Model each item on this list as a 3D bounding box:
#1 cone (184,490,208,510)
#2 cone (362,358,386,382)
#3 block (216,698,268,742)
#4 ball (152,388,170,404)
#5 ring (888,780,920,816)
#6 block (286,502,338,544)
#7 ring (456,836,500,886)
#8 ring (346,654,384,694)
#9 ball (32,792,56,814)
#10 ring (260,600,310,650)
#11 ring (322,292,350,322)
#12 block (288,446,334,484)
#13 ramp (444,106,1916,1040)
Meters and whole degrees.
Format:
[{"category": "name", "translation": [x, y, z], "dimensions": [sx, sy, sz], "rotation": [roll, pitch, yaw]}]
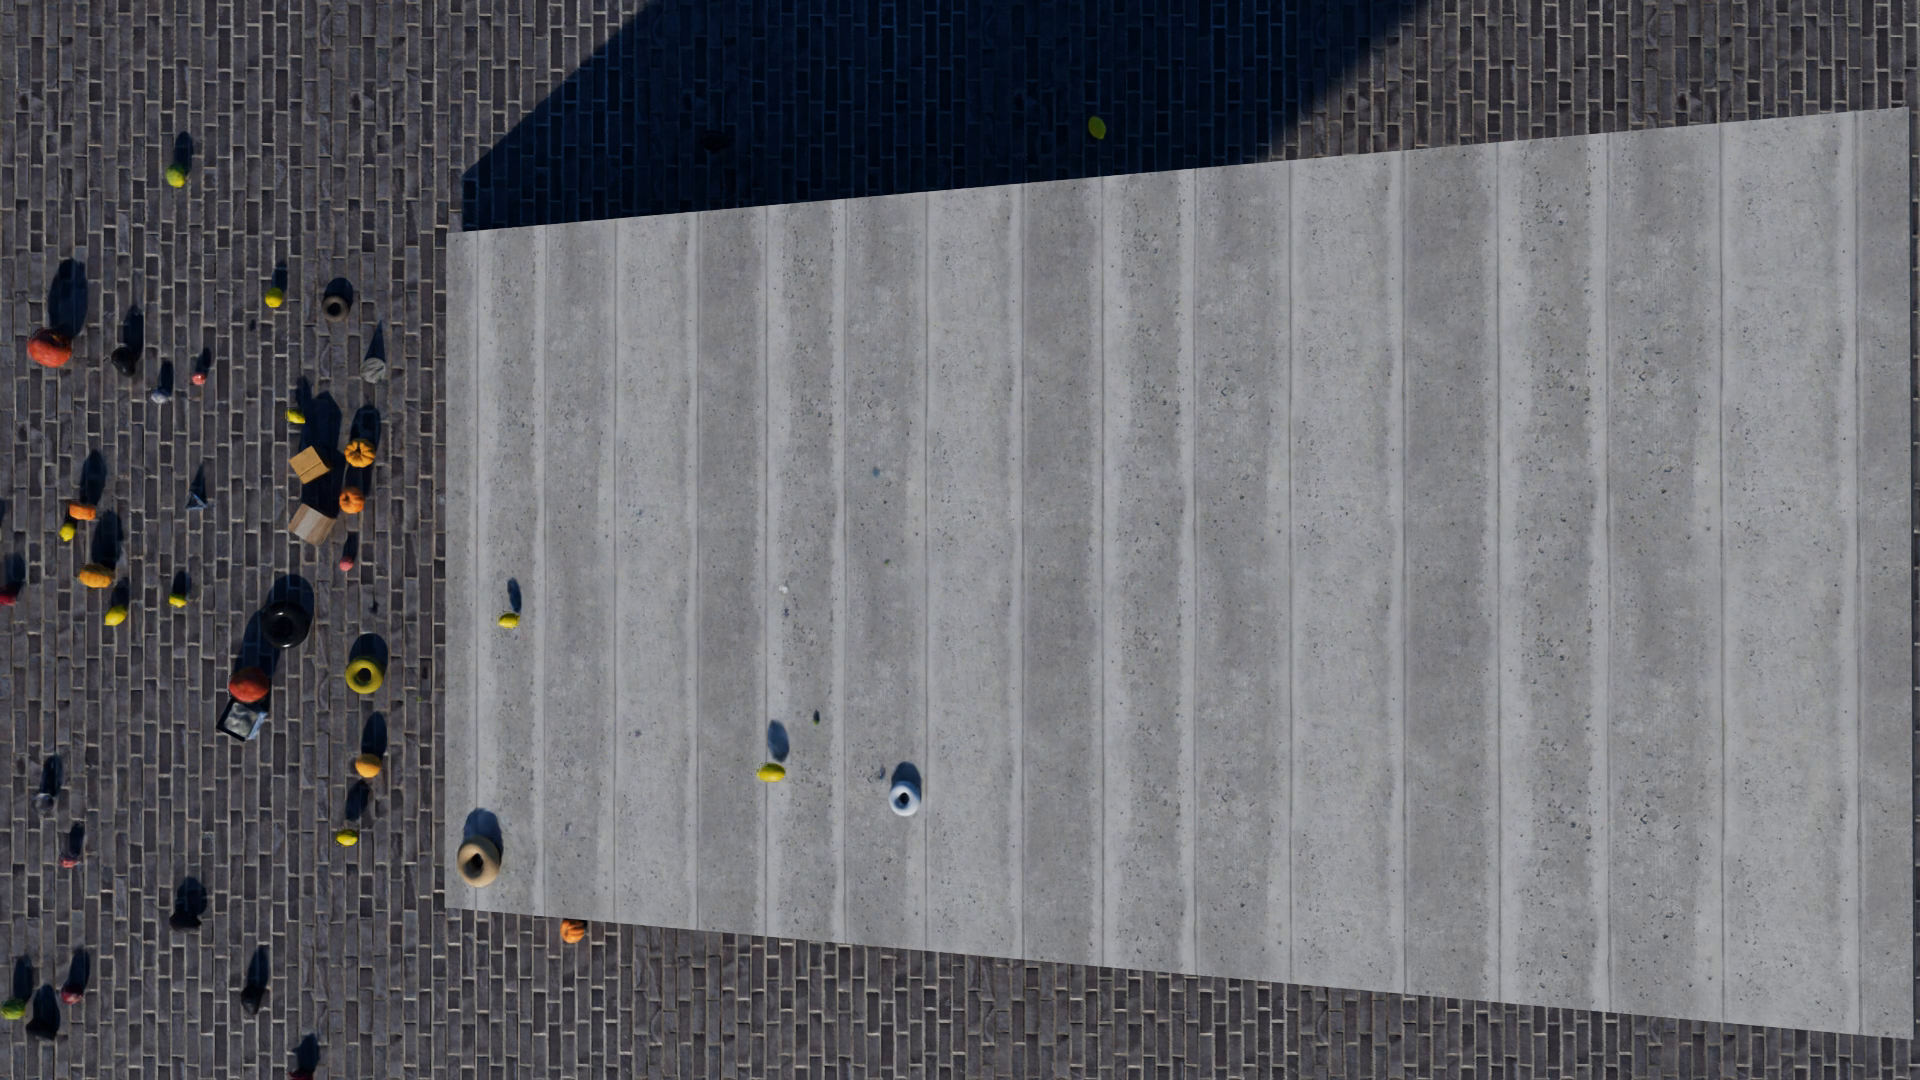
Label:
[{"category": "cone", "translation": [-2.289, -0.108, 6.603], "dimensions": [0.062, 0.062, 0.062], "rotation": [23, 89, -26]}, {"category": "cone", "translation": [-1.766, -0.511, 6.584], "dimensions": [0.076, 0.076, 0.076], "rotation": [0, 89, 0]}, {"category": "block", "translation": [-2.142, 0.536, 6.563], "dimensions": [0.095, 0.095, 0.095], "rotation": [27, 89, 0]}, {"category": "ball", "translation": [-2.398, -0.432, 6.596], "dimensions": [0.050, 0.050, 0.050], "rotation": [0, 89, 0]}, {"category": "ring", "translation": [-0.146, 0.681, 5.801], "dimensions": [0.094, 0.031, 0.094], "rotation": [-1, 88, 28]}, {"category": "block", "translation": [-1.936, -0.048, 6.571], "dimensions": [0.091, 0.091, 0.091], "rotation": [31, 89, 0]}, {"category": "ring", "translation": [-1.408, 0.939, 6.429], "dimensions": [0.149, 0.050, 0.149], "rotation": [0, 90, 28]}, {"category": "ring", "translation": [-1.785, 0.402, 6.593], "dimensions": [0.117, 0.039, 0.117], "rotation": [0, 91, 1]}, {"category": "ball", "translation": [-2.739, 0.788, 6.575], "dimensions": [0.066, 0.066, 0.066], "rotation": [0, 89, 0]}, {"category": "ring", "translation": [-2.023, 0.255, 6.589], "dimensions": [0.147, 0.049, 0.147], "rotation": [0, 88, 1]}, {"category": "ring", "translation": [-1.877, -0.699, 6.609], "dimensions": [0.088, 0.029, 0.088], "rotation": [0, 90, 1]}, {"category": "block", "translation": [-1.940, -0.224, 6.577], "dimensions": [0.082, 0.082, 0.082], "rotation": [-34, 89, 0]}, {"category": "ramp", "translation": [0.279, 0.079, 5.665], "dimensions": [4.000, 0.100, 2.000], "rotation": [0, 89, 27]}]
